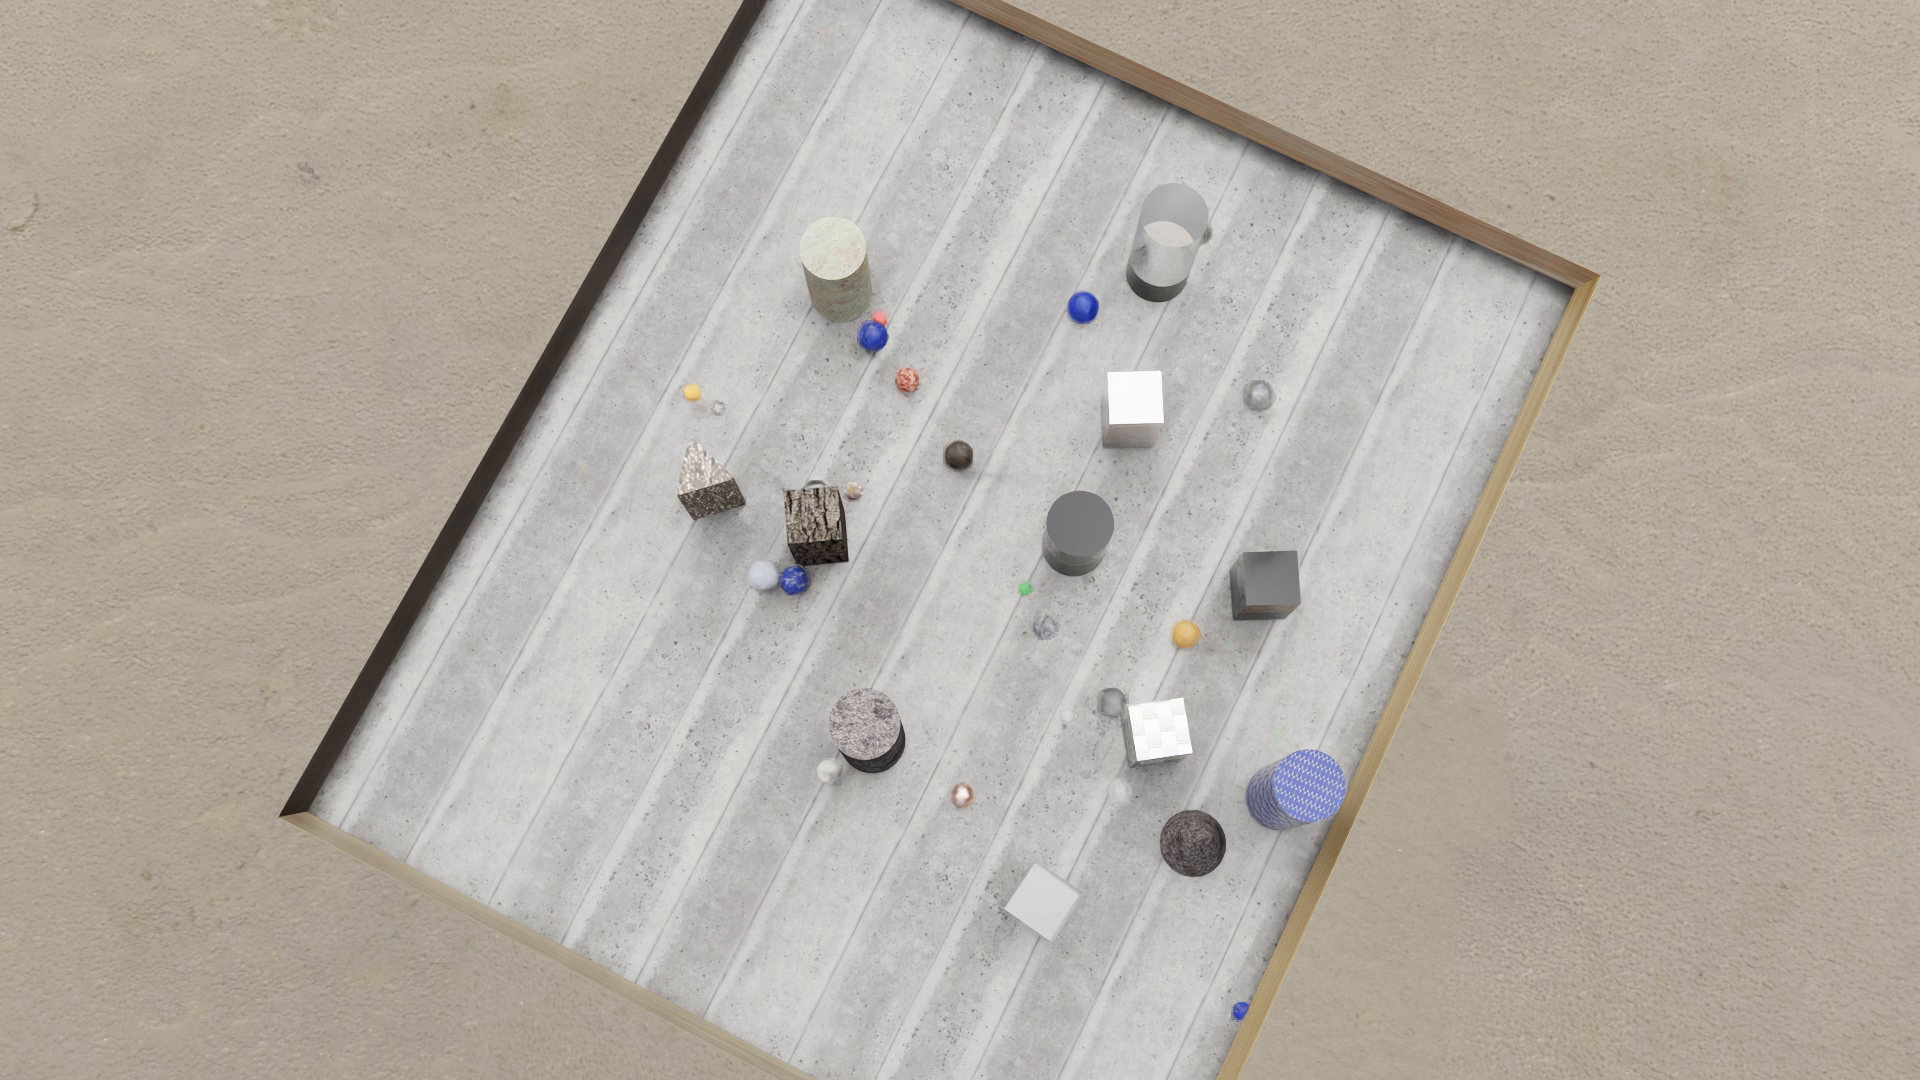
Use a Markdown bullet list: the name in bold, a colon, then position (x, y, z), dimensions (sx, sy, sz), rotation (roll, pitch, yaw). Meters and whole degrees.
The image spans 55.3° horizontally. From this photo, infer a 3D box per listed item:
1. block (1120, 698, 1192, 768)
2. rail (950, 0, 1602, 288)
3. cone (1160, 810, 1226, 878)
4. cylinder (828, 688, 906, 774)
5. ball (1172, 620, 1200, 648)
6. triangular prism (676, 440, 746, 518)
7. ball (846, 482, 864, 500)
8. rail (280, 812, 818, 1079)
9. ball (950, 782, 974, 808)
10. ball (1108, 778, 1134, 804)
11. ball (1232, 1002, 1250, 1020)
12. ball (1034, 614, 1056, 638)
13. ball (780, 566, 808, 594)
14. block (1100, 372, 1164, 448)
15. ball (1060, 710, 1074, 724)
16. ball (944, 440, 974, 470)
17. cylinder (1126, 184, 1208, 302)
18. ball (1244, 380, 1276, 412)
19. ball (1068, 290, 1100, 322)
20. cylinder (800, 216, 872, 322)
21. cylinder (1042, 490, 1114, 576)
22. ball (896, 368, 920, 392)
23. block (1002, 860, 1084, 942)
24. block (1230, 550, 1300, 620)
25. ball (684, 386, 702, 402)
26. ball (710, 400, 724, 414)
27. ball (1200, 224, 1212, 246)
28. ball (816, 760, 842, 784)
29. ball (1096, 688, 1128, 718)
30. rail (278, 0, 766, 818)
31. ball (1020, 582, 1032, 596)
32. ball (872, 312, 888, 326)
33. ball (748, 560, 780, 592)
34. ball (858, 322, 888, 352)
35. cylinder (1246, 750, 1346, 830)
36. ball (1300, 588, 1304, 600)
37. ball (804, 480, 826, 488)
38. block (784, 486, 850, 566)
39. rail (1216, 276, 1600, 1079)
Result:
- **block**: position (0.570, 0.567, 5.354), dimensions (0.158, 0.284, 0.158), rotation (-8, 78, -2)
- **rail**: position (0.717, -1.398, 5.839), dimensions (2.802, 0.128, 0.045), rotation (26, 80, 5)
- **cone**: position (0.690, 0.856, 5.224), dimensions (0.197, 0.422, 0.197), rotation (0, 78, 0)
- **cylinder**: position (-0.262, 0.552, 5.258), dimensions (0.197, 0.478, 0.197), rotation (0, 78, 0)
- **ball**: position (0.682, 0.283, 5.515), dimensions (0.085, 0.085, 0.085), rotation (0, 78, 0)
- **triangular prism**: position (-0.762, -0.192, 5.486), dimensions (0.171, 0.333, 0.148), rotation (-17, 79, -3)
- **ball**: position (-0.323, -0.150, 5.618), dimensions (0.058, 0.058, 0.058), rotation (0, 78, 0)
- **rail**: position (-0.717, 1.411, 5.258), dimensions (2.802, 0.128, 0.045), rotation (26, 80, 5)
- **ball**: position (0.007, 0.755, 5.423), dimensions (0.072, 0.072, 0.072), rotation (0, 78, 0)
- **ball**: position (0.475, 0.744, 5.424), dimensions (0.076, 0.076, 0.076), rotation (0, 78, 0)
- **ball**: position (0.817, 1.365, 5.307), dimensions (0.053, 0.053, 0.053), rotation (0, 78, 0)
- **ball**: position (0.256, 0.261, 5.526), dimensions (0.071, 0.071, 0.071), rotation (0, 78, 0)
- **ball**: position (-0.502, 0.121, 5.547), dimensions (0.087, 0.087, 0.087), rotation (0, 78, 0)
- **block**: position (0.518, -0.391, 5.548), dimensions (0.158, 0.293, 0.158), rotation (-1, 78, 0)
- **ball**: position (0.320, 0.531, 5.484), dimensions (0.044, 0.044, 0.044), rotation (0, 78, 0)
- **ball**: position (-0.003, -0.260, 5.624), dimensions (0.091, 0.091, 0.091), rotation (0, 78, 0)
- **cylinder**: position (0.623, -0.894, 5.553), dimensions (0.197, 0.486, 0.197), rotation (0, 78, 0)
- **ball**: position (0.927, -0.445, 5.658), dimensions (0.099, 0.099, 0.099), rotation (0, 78, 0)
- **ball**: position (0.385, -0.728, 5.717), dimensions (0.099, 0.099, 0.099), rotation (0, 78, 0)
- **cylinder**: position (-0.375, -0.822, 5.591), dimensions (0.197, 0.384, 0.197), rotation (0, 78, 0)
- **cylinder**: position (0.349, -0.016, 5.461), dimensions (0.197, 0.312, 0.197), rotation (0, 78, 0)
- **ball**: position (-0.162, -0.496, 5.680), dimensions (0.077, 0.077, 0.077), rotation (0, 78, 0)
- **block**: position (0.231, 1.028, 5.203), dimensions (0.158, 0.394, 0.158), rotation (34, 80, 7)
- **block**: position (0.904, 0.138, 5.447), dimensions (0.158, 0.276, 0.158), rotation (-2, 78, 0)
- **ball**: position (-0.828, -0.455, 5.684), dimensions (0.052, 0.052, 0.052), rotation (0, 78, 0)
- **ball**: position (-0.752, -0.410, 5.680), dimensions (0.042, 0.042, 0.042), rotation (0, 78, 0)
- **ball**: position (0.753, -0.967, 5.775), dimensions (0.082, 0.082, 0.082), rotation (0, 78, 0)
- **ball**: position (-0.389, 0.687, 5.438), dimensions (0.072, 0.072, 0.072), rotation (0, 78, 0)
- **ball**: position (0.452, 0.484, 5.459), dimensions (0.092, 0.092, 0.092), rotation (0, 78, 0)
- **rail**: position (-1.232, -0.596, 5.674), dimensions (0.045, 0.128, 3.254), rotation (26, 80, 5)
- **ball**: position (0.200, 0.148, 5.565), dimensions (0.041, 0.041, 0.041), rotation (0, 78, 0)
- **ball**: position (-0.250, -0.690, 5.736), dimensions (0.046, 0.046, 0.046), rotation (0, 78, 0)
- **ball**: position (-0.595, 0.111, 5.544), dimensions (0.096, 0.096, 0.096), rotation (0, 78, 0)
- **ball**: position (-0.269, -0.633, 5.701), dimensions (0.092, 0.092, 0.092), rotation (0, 78, 0)
- **cylinder**: position (0.949, 0.716, 5.217), dimensions (0.197, 0.492, 0.197), rotation (0, 78, 0)
- **ball**: position (1.015, 0.163, 5.556), dimensions (0.052, 0.052, 0.052), rotation (0, 78, 0)
- **ball**: position (-0.441, -0.145, 5.605), dimensions (0.081, 0.081, 0.081), rotation (0, 78, 0)
- **block**: position (-0.425, -0.038, 5.450), dimensions (0.158, 0.342, 0.158), rotation (-5, 78, -1)
- **rail**: position (1.232, 0.610, 5.424), dimensions (0.045, 0.128, 3.254), rotation (26, 80, 5)
